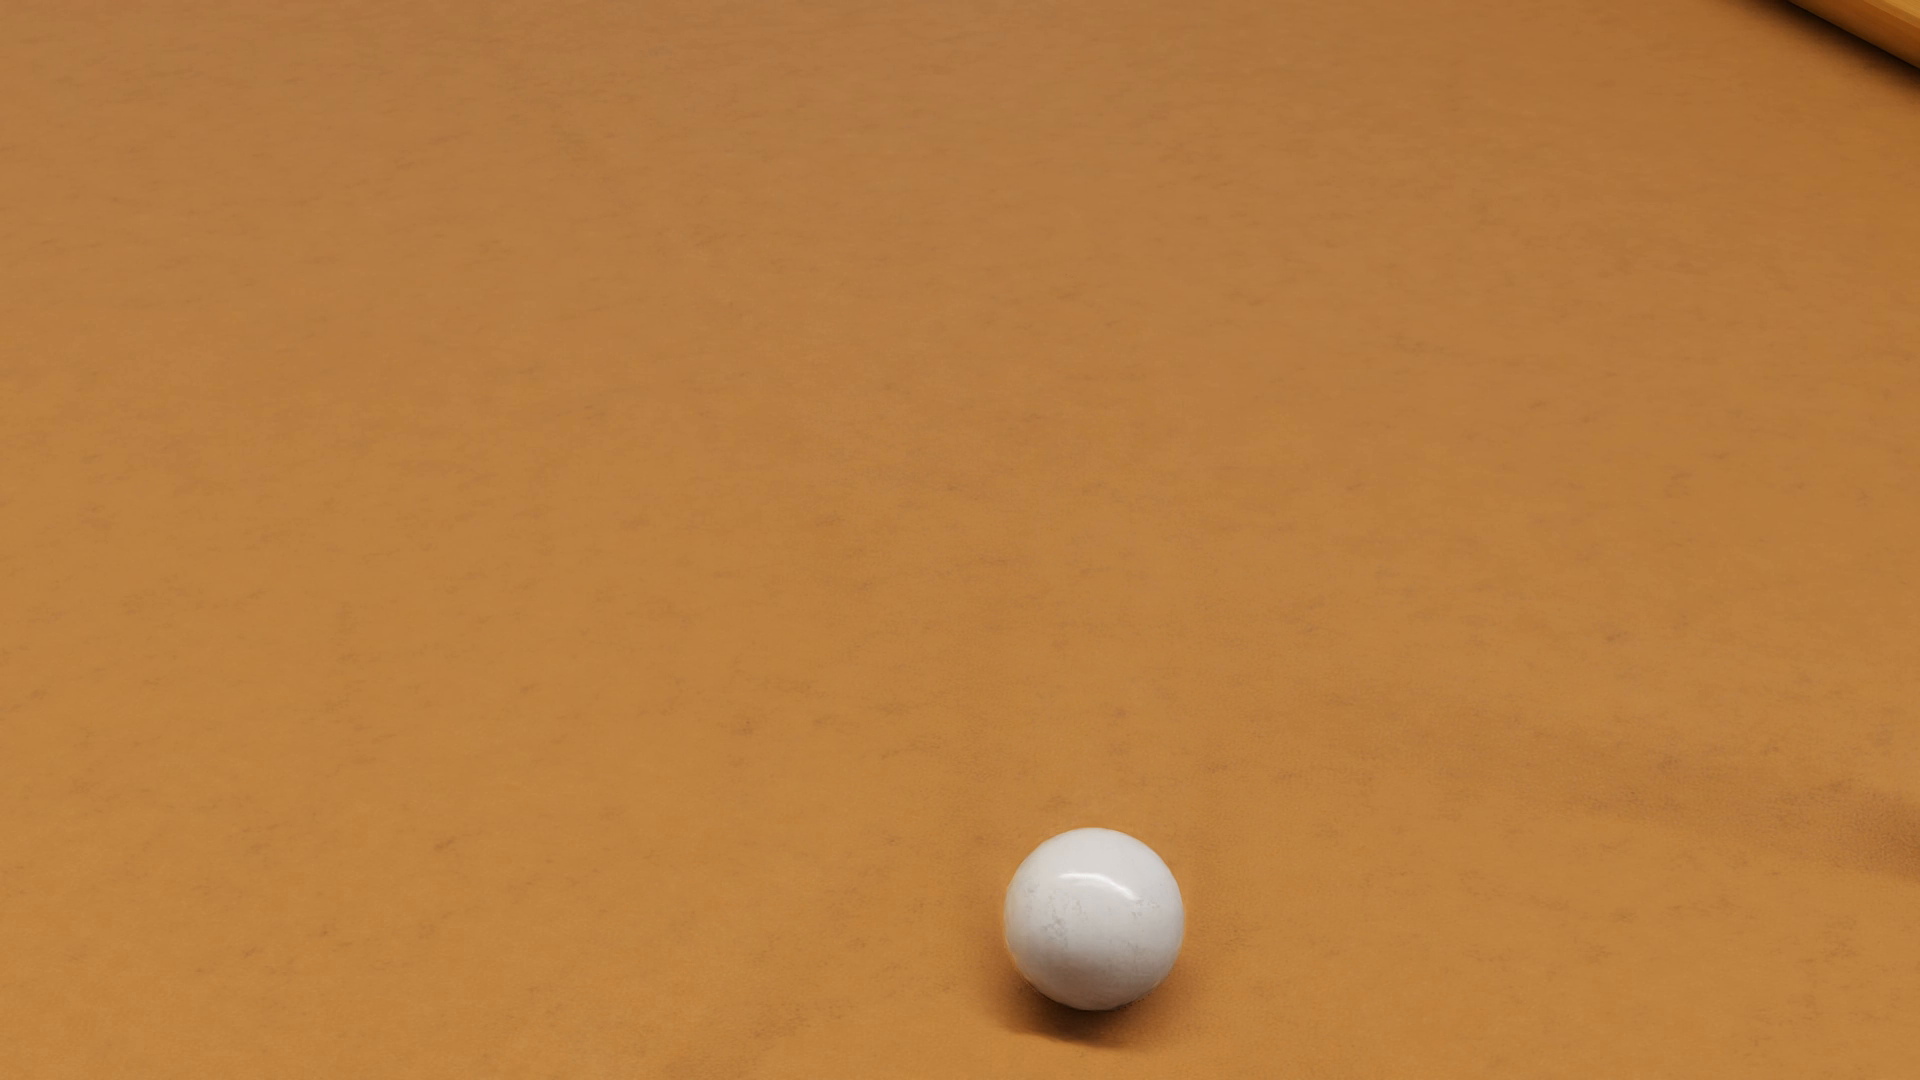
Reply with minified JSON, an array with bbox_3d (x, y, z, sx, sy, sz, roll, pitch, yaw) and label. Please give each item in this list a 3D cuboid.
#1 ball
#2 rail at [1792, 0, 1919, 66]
[{"bbox_3d":[0.065,0.184,1.432,0.088,0.088,0.088,0,29,0],"label":"ball"},{"bbox_3d":[0.652,-0.682,2.942,0.045,0.119,4.094,-11,31,-18],"label":"rail"}]
